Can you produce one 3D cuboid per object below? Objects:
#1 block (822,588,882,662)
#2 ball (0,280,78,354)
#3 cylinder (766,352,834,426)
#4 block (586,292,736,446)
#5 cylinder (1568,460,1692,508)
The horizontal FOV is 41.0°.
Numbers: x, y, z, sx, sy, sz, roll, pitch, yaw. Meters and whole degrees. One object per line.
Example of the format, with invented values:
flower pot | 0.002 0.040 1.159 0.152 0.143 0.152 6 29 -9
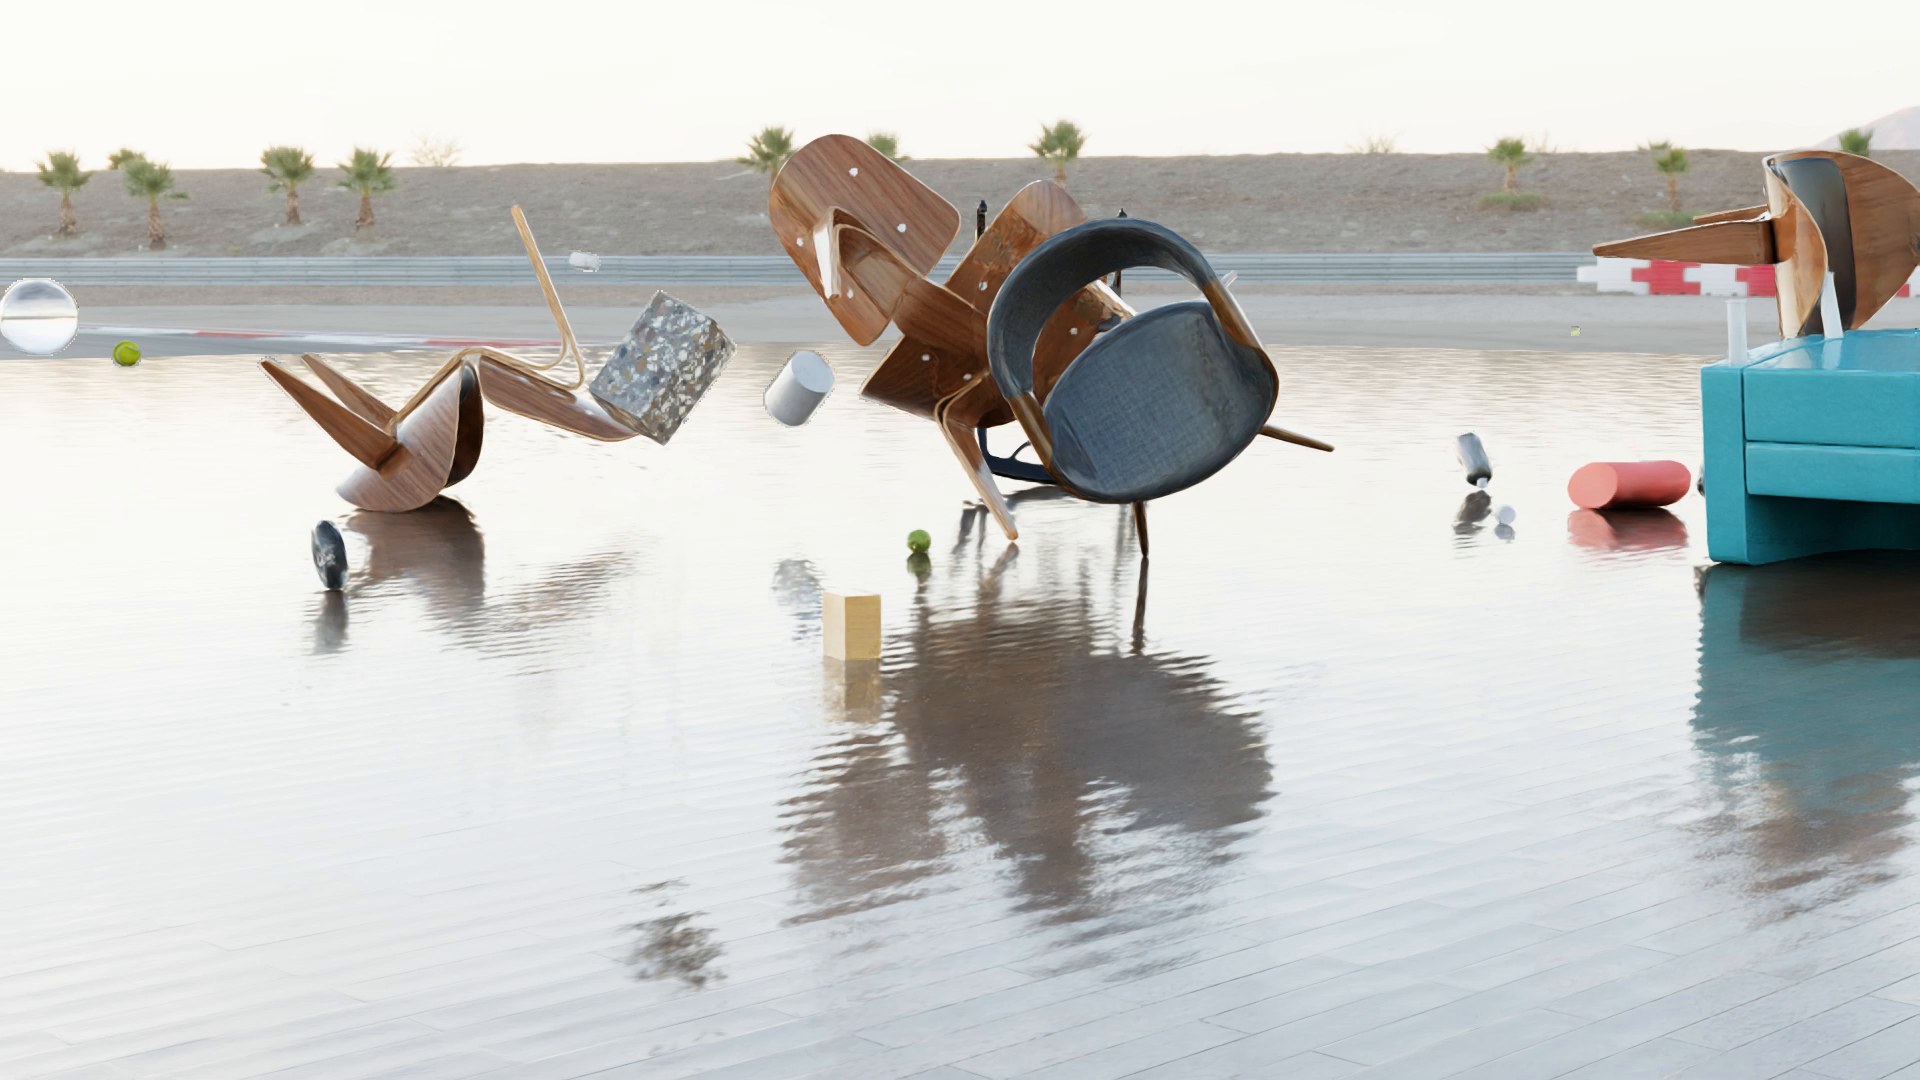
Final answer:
block | -0.188 0.146 4.448 0.069 0.111 0.094 -3 7 -27
ball | -2.310 -0.558 6.428 0.188 0.188 0.188 0 6 0
cylinder | -0.490 -0.462 7.859 0.150 0.155 0.175 10 -40 -30
block | -0.502 -0.287 4.318 0.127 0.209 0.099 27 -15 30
cylinder | 1.896 -0.157 7.275 0.241 0.129 0.252 -2 -5 -20
